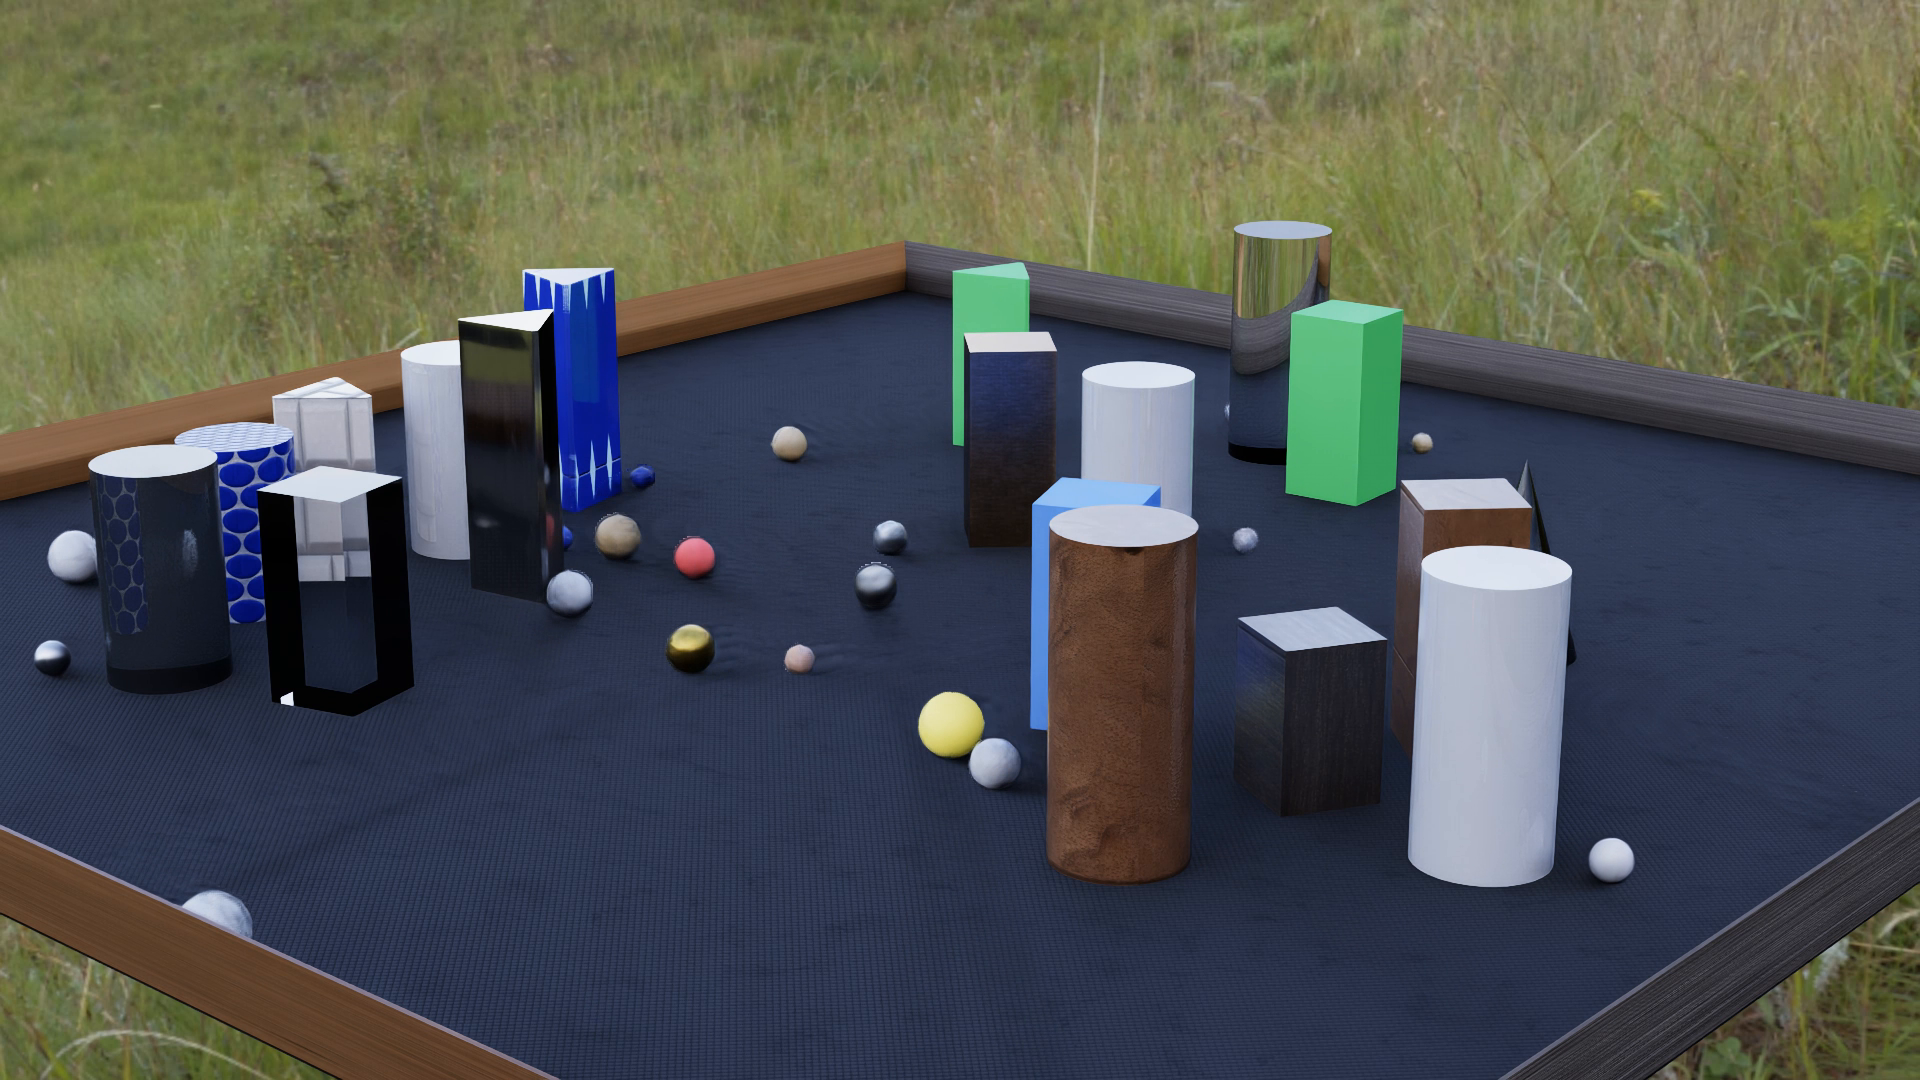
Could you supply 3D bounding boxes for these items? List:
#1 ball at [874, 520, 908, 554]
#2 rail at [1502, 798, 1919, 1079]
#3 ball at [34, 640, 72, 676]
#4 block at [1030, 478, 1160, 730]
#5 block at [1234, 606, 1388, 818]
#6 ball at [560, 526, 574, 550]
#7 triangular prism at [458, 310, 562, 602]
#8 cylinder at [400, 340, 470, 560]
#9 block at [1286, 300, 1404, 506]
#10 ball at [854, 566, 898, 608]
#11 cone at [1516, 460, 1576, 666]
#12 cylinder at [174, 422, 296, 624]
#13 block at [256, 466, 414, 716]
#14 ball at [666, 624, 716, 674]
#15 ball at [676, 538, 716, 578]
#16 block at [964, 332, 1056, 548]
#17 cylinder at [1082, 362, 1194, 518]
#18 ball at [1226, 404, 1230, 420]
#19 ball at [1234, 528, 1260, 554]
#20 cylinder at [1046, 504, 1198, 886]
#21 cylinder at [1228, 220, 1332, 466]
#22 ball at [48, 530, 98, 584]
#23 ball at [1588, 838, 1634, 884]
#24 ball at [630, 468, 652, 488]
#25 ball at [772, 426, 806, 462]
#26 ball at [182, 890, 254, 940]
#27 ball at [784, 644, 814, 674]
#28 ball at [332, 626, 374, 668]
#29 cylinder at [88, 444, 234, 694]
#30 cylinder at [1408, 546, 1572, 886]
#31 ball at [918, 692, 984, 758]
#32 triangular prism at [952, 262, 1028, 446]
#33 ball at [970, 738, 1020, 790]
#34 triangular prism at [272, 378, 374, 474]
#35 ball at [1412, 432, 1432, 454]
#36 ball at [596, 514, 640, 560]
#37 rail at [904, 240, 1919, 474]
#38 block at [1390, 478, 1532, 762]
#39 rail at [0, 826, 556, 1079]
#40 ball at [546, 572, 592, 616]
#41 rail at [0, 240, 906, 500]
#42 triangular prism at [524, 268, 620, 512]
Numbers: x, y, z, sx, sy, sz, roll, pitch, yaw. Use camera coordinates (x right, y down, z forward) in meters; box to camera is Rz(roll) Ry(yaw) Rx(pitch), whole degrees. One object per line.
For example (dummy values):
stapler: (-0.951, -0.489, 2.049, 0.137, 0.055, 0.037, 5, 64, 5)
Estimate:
ball: (-0.127, -0.004, 5.357, 0.062, 0.062, 0.062, 0, 17, 0)
rail: (1.341, 0.368, 4.005, 0.045, 0.128, 3.709, 14, 22, 39)
ball: (-1.461, 0.190, 4.721, 0.057, 0.057, 0.057, 0, 17, 0)
block: (0.208, 0.103, 4.490, 0.158, 0.358, 0.158, 5, 18, 17)
block: (0.501, 0.245, 4.210, 0.158, 0.248, 0.158, -6, 18, -19)
ball: (-0.734, -0.003, 5.382, 0.046, 0.046, 0.046, 0, 17, 0)
triangular prism: (-0.751, -0.153, 5.121, 0.171, 0.483, 0.148, 10, 20, 30)
cylinder: (-0.915, -0.167, 5.376, 0.197, 0.363, 0.197, 0, 17, 0)
block: (0.750, -0.269, 5.722, 0.158, 0.360, 0.158, 12, 21, 35)
ball: (-0.145, 0.081, 5.055, 0.075, 0.075, 0.075, 0, 17, 0)
cone: (0.917, 0.028, 4.788, 0.197, 0.331, 0.197, 0, 17, 0)
cylinder: (-1.235, -0.031, 5.033, 0.197, 0.301, 0.197, 0, 17, 0)
block: (-0.976, 0.078, 4.593, 0.158, 0.346, 0.158, 8, 18, 25)
ball: (-0.434, 0.176, 4.733, 0.079, 0.079, 0.079, 0, 17, 0)
ball: (-0.471, 0.032, 5.220, 0.072, 0.072, 0.072, 0, 17, 0)
block: (0.091, -0.187, 5.432, 0.158, 0.369, 0.158, -1, 17, -4)
cylinder: (0.313, -0.113, 5.188, 0.197, 0.369, 0.197, 0, 17, 0)
ball: (0.593, -0.272, 6.265, 0.051, 0.051, 0.051, 0, 17, 0)
ball: (0.523, 0.002, 5.362, 0.047, 0.047, 0.047, 0, 17, 0)
cylinder: (0.216, 0.207, 3.944, 0.197, 0.474, 0.197, 0, 17, 0)
cylinder: (0.652, -0.403, 5.984, 0.197, 0.465, 0.197, 0, 17, 0)
ball: (-1.567, 0.031, 5.189, 0.093, 0.093, 0.093, 0, 17, 0)
ball: (0.872, 0.429, 3.925, 0.060, 0.060, 0.060, 0, 17, 0)
ball: (-0.628, -0.122, 5.783, 0.043, 0.043, 0.043, 0, 17, 0)
ball: (-0.348, -0.196, 5.976, 0.072, 0.072, 0.072, 0, 17, 0)
ball: (-0.934, 0.487, 3.668, 0.097, 0.097, 0.097, 0, 17, 0)
ball: (-0.259, 0.193, 4.730, 0.047, 0.047, 0.047, 0, 17, 0)
ball: (-0.984, 0.174, 4.758, 0.067, 0.067, 0.067, 0, 17, 0)
cylinder: (-1.274, 0.046, 4.683, 0.197, 0.357, 0.197, 0, 17, 0)
cylinder: (0.712, 0.236, 3.949, 0.197, 0.416, 0.197, 0, 17, 0)
ball: (-0.013, 0.276, 4.366, 0.099, 0.099, 0.099, 0, 17, 0)
triangular prism: (0.094, -0.383, 6.090, 0.171, 0.366, 0.148, 8, 19, 26)
ball: (0.051, 0.324, 4.249, 0.075, 0.075, 0.075, 0, 17, 0)
triangular prism: (-1.132, -0.121, 5.301, 0.171, 0.319, 0.148, 0, 17, -2)
ball: (0.952, -0.199, 6.038, 0.043, 0.043, 0.043, 0, 17, 0)
ball: (-0.621, -0.004, 5.324, 0.082, 0.082, 0.082, 0, 17, 0)
rail: (1.200, -0.367, 6.443, 3.599, 0.128, 0.045, 14, 22, 39)
block: (0.744, 0.120, 4.373, 0.158, 0.393, 0.158, -1, 17, -4)
rail: (-1.200, 0.431, 3.796, 3.599, 0.128, 0.045, 14, 22, 39)
ball: (-0.669, 0.092, 5.014, 0.077, 0.077, 0.077, 0, 17, 0)
rail: (-1.341, -0.304, 6.235, 0.045, 0.128, 3.709, 14, 22, 39)
triangular prism: (-0.728, -0.298, 5.668, 0.148, 0.445, 0.171, -11, 20, -33)
